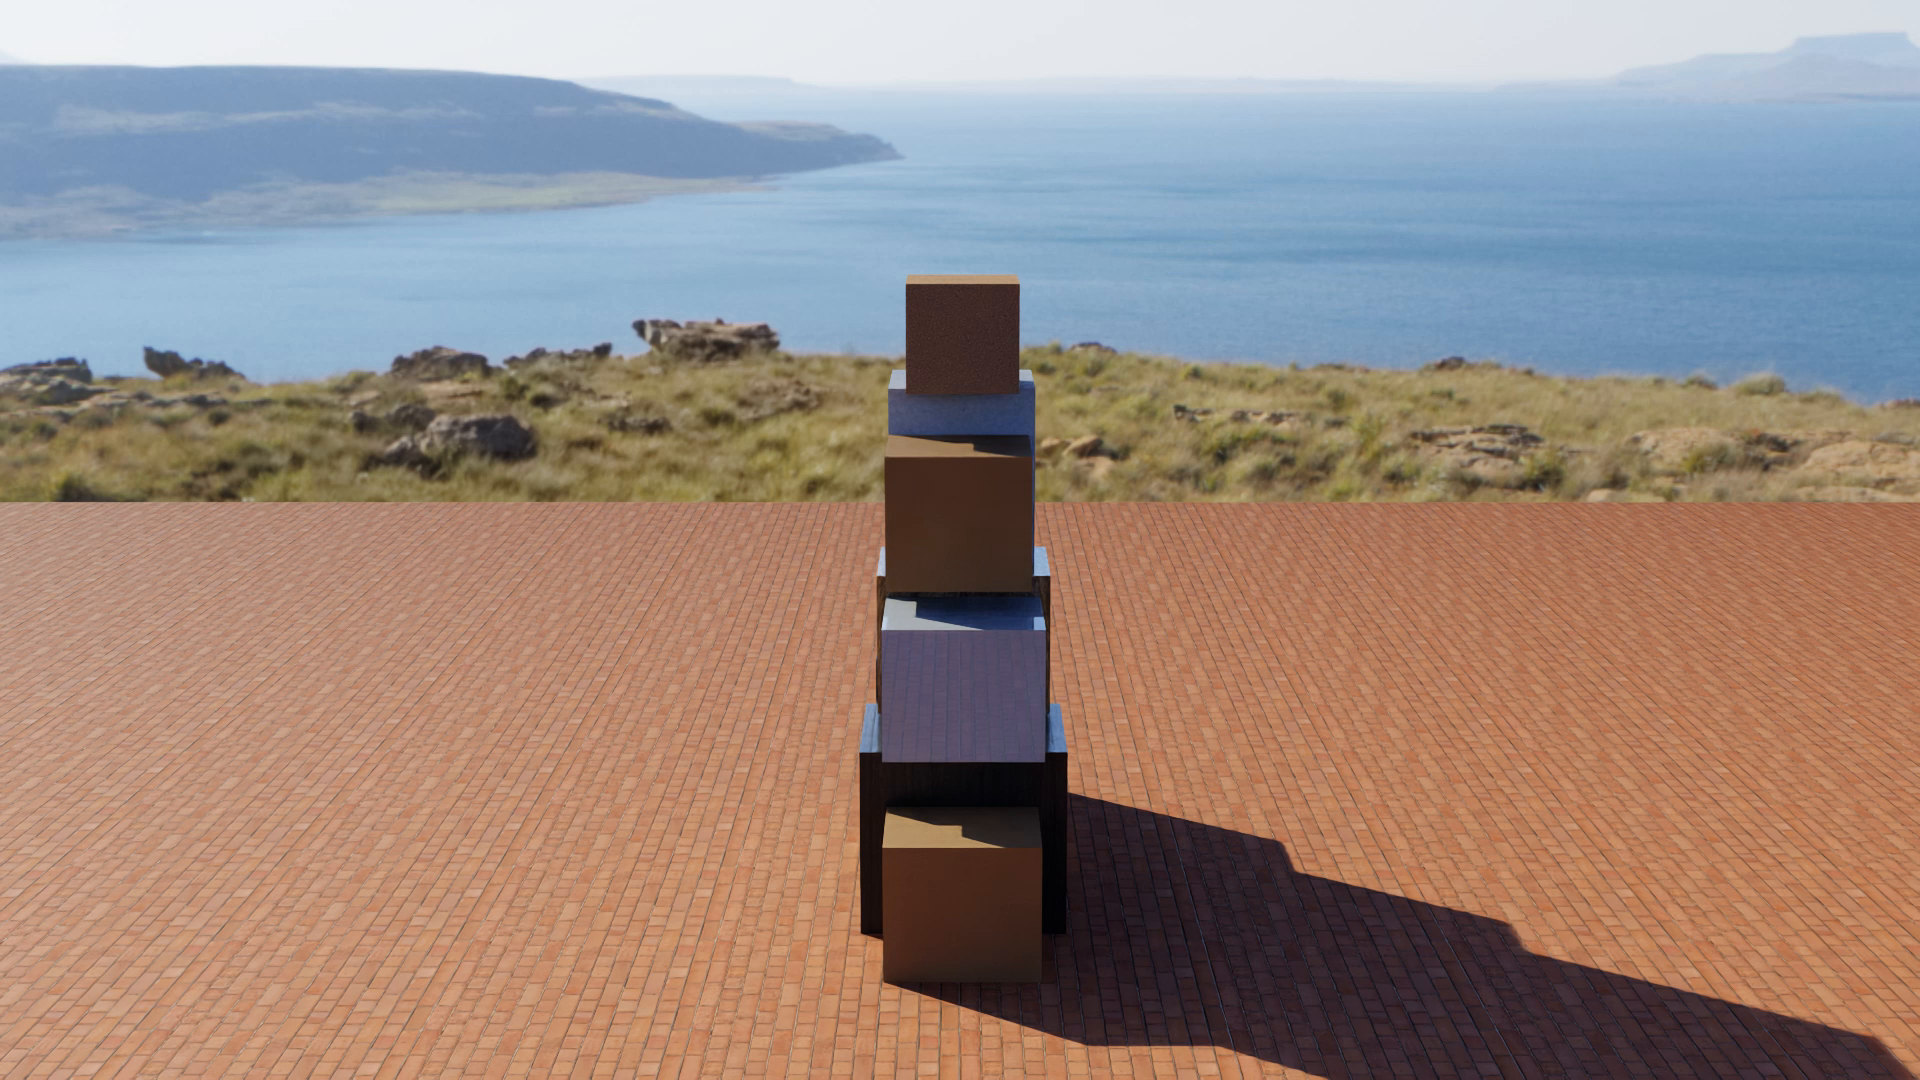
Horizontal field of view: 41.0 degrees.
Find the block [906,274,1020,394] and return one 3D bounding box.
[{"bbox_3d":[0.011,-0.888,11.019,0.478,0.464,0.508,0,10,0],"label":"block"}]

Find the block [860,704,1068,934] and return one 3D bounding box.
[{"bbox_3d":[0.014,1.173,10.950,0.851,0.774,0.830,0,10,0],"label":"block"}]

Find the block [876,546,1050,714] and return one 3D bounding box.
[{"bbox_3d":[0.016,0.386,11.251,0.737,0.600,0.675,0,10,0],"label":"block"}]

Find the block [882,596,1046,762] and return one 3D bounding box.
[{"bbox_3d":[0.015,0.568,10.596,0.655,0.544,0.658,0,10,0],"label":"block"}]

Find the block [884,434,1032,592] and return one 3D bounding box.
[{"bbox_3d":[-0.006,-0.120,10.786,0.602,0.562,0.585,0,11,0],"label":"block"}]

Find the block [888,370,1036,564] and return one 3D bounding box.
[{"bbox_3d":[0.008,-0.338,11.421,0.631,0.763,0.713,0,10,0],"label":"block"}]

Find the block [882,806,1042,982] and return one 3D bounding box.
[{"bbox_3d":[0.009,1.411,10.274,0.620,0.547,0.566,0,10,0],"label":"block"}]

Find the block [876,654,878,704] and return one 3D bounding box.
[{"bbox_3d":[-0.018,0.890,12.410,0.748,0.808,0.753,0,10,0],"label":"block"}]
